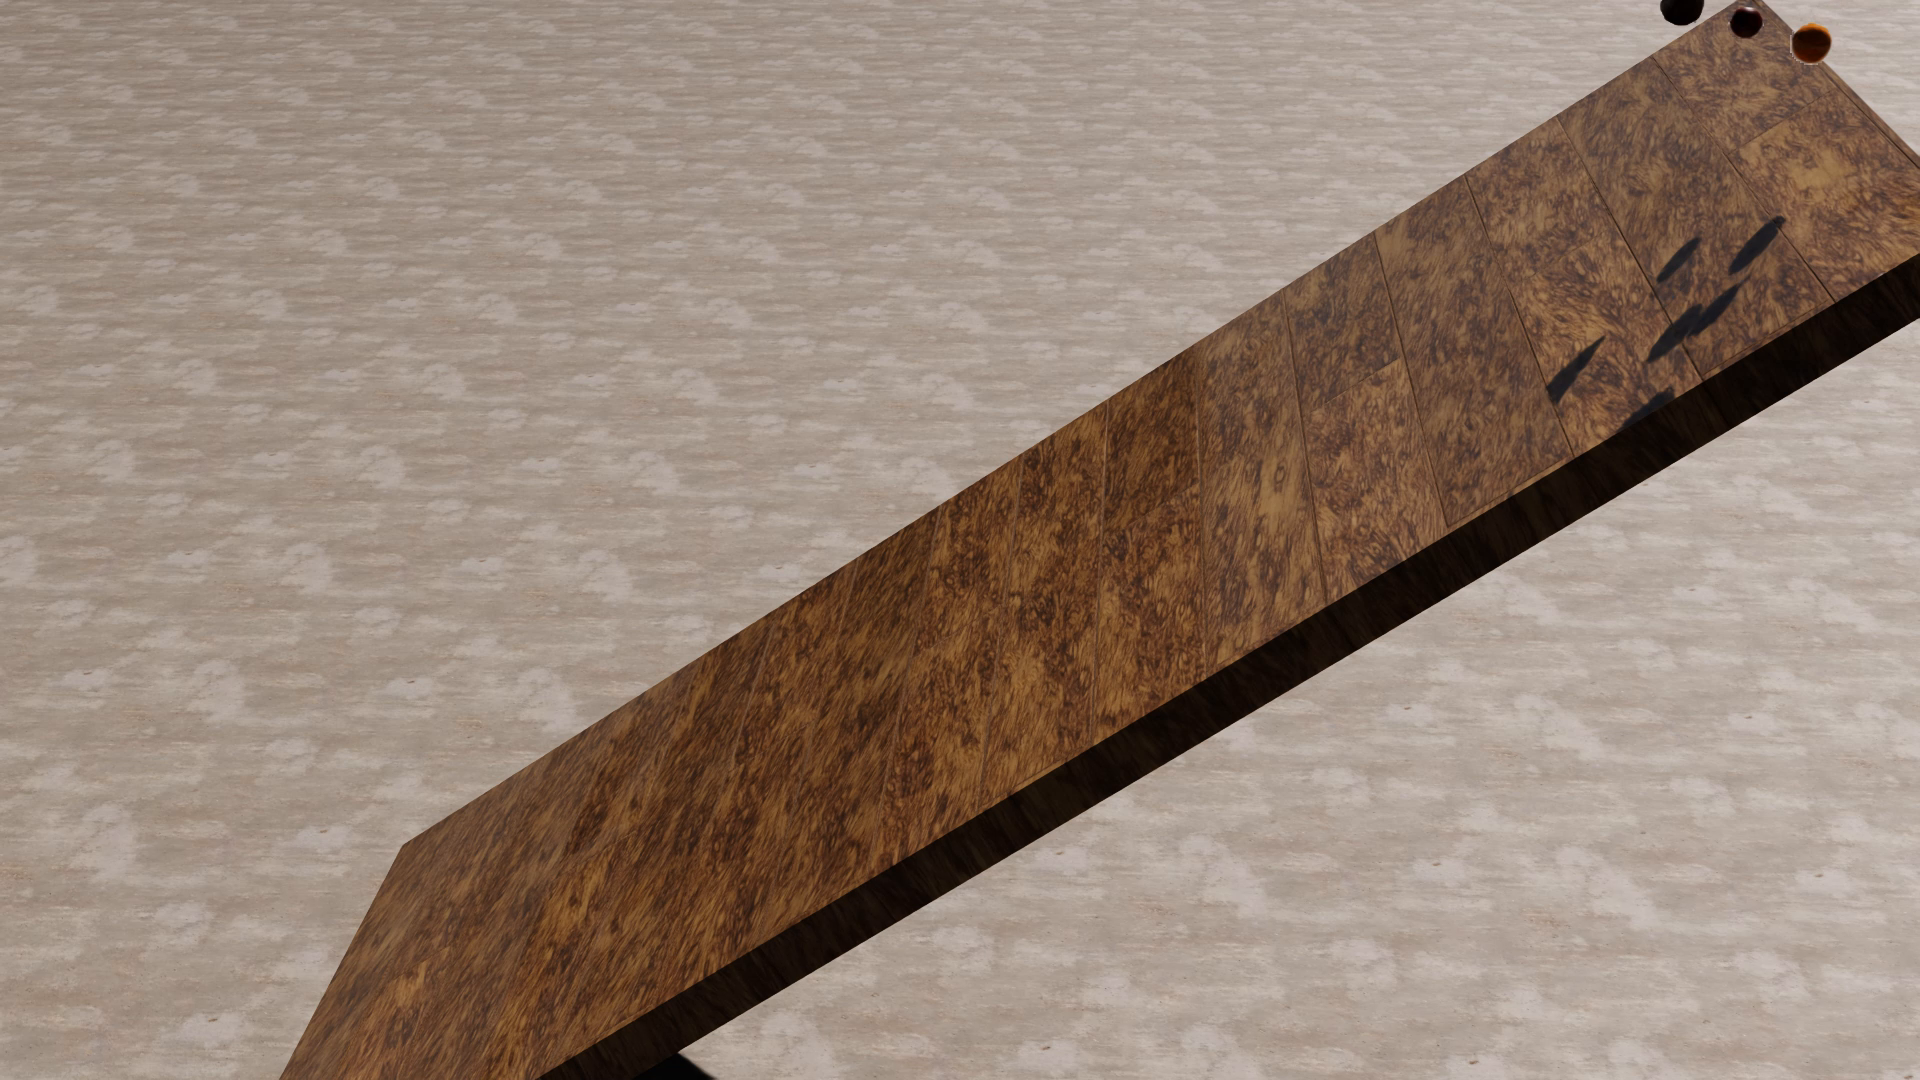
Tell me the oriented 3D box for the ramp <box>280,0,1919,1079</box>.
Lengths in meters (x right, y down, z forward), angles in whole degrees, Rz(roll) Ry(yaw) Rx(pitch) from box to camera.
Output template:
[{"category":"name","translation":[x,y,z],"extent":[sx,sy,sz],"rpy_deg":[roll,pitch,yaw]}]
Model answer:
[{"category":"ramp","translation":[0.136,0.173,6.304],"extent":[4.000,0.100,2.000],"rpy_deg":[-32,16,15]}]

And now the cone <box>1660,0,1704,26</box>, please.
[{"category":"cone","translation":[1.402,-1.051,5.715],"extent":[0.082,0.082,0.082],"rpy_deg":[7,-5,16]}]
